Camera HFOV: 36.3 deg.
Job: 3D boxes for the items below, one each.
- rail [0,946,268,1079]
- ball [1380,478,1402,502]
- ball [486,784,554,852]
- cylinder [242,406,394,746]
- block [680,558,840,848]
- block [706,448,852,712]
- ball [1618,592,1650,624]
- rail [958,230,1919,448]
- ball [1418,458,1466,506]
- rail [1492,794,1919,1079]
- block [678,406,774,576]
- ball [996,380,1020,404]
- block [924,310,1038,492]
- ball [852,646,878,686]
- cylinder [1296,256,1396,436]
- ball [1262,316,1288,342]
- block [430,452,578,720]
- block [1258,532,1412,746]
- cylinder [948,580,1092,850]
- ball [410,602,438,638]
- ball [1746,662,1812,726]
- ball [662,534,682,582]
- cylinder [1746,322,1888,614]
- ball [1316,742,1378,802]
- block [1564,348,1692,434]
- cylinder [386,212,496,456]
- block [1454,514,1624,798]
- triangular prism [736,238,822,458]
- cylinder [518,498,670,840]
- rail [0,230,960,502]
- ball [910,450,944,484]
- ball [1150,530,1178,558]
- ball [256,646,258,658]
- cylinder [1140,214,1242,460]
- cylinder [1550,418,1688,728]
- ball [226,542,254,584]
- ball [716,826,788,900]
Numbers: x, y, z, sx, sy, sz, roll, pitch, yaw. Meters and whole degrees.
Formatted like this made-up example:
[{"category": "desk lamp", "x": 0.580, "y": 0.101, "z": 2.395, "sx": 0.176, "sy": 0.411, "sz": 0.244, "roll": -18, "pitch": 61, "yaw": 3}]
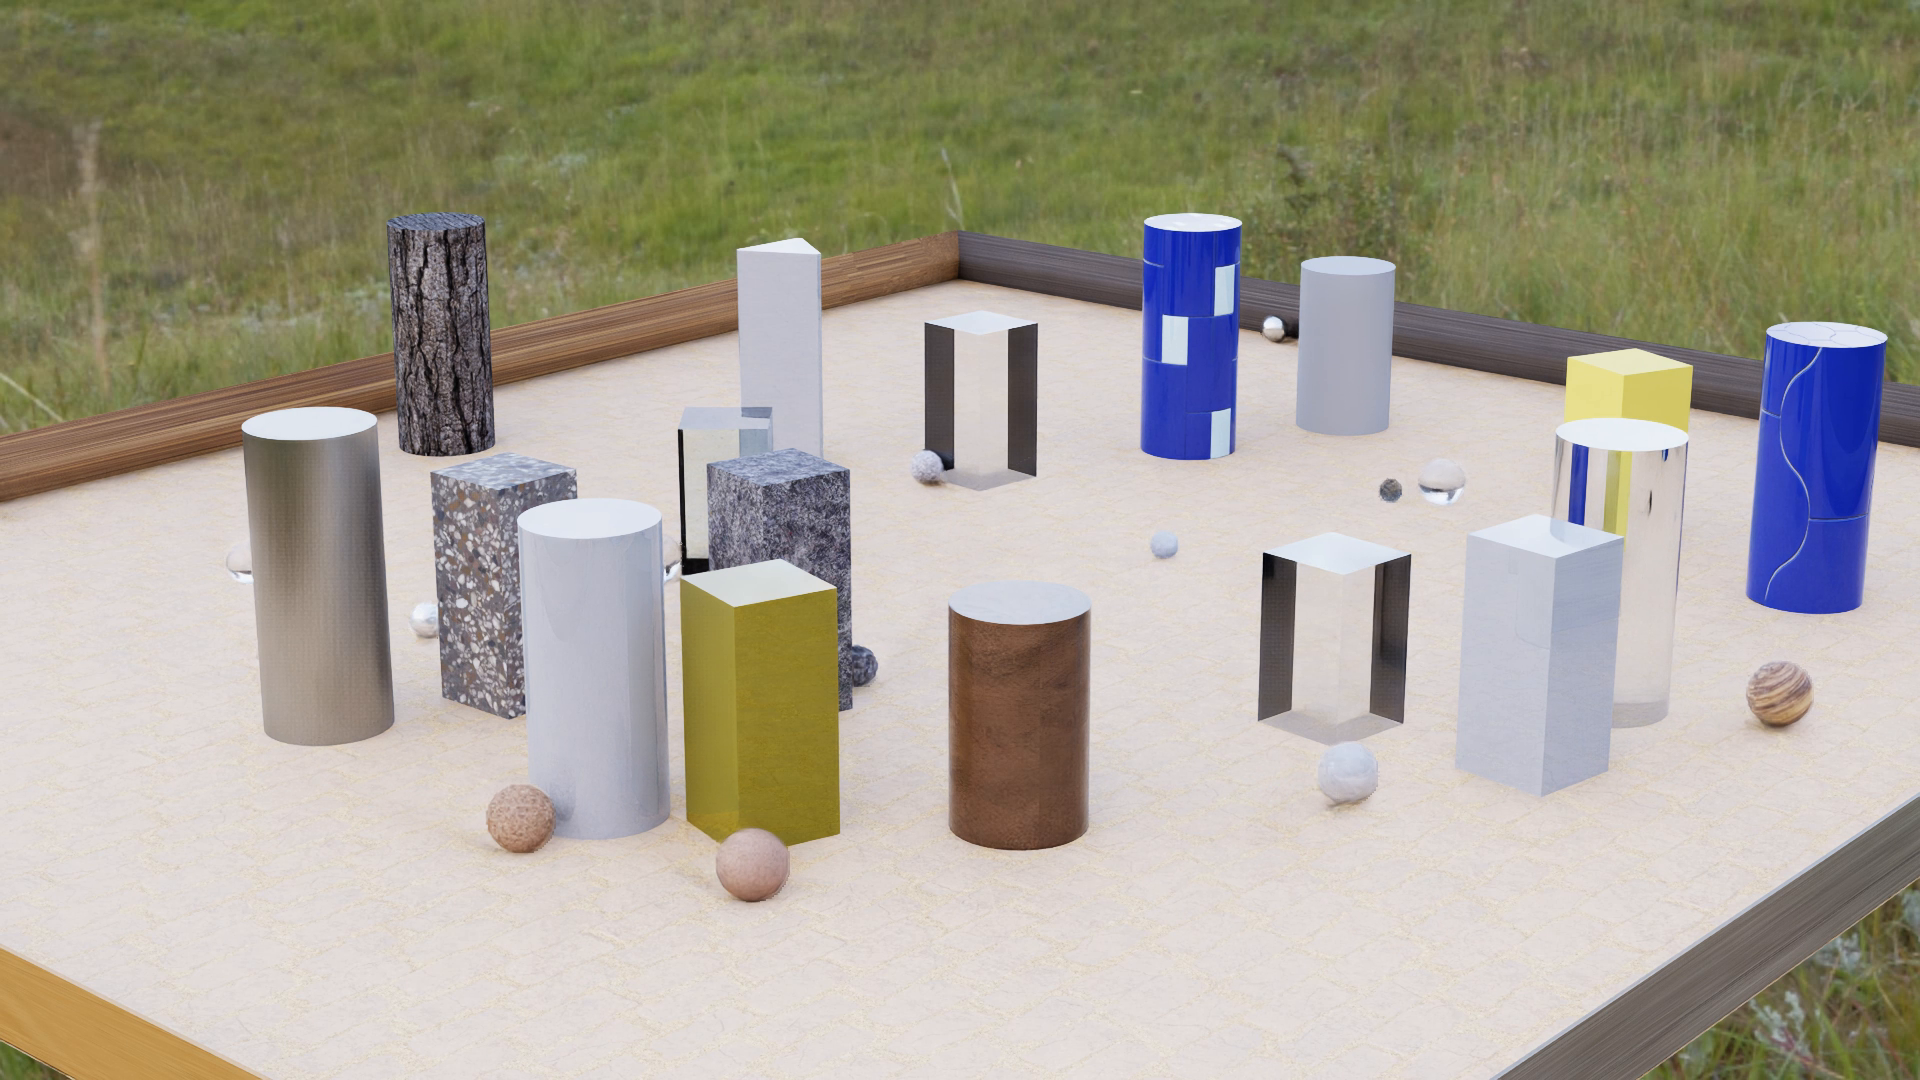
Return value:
[{"category": "rail", "x": -1.331, "y": 0.475, "z": 3.652, "sx": 3.585, "sy": 0.129, "sz": 0.045, "roll": 14, "pitch": 22, "yaw": 39}, {"category": "ball", "x": 0.837, "y": -0.097, "z": 5.697, "sx": 0.045, "sy": 0.045, "sz": 0.045, "roll": 0, "pitch": 17, "yaw": 0}, {"category": "ball", "x": -0.604, "y": 0.381, "z": 4.026, "sx": 0.093, "sy": 0.093, "sz": 0.093, "roll": 0, "pitch": 17, "yaw": 0}, {"category": "cylinder", "x": -0.971, "y": 0.054, "z": 4.447, "sx": 0.198, "sy": 0.477, "sz": 0.198, "roll": 0, "pitch": 17, "yaw": 0}, {"category": "block", "x": -0.277, "y": 0.231, "z": 4.063, "sx": 0.159, "sy": 0.361, "sz": 0.159, "roll": -10, "pitch": 20, "yaw": -31}, {"category": "block", "x": -0.278, "y": 0.073, "z": 4.539, "sx": 0.159, "sy": 0.387, "sz": 0.159, "roll": -12, "pitch": 21, "yaw": -35}, {"category": "ball", "x": 1.142, "y": 0.116, "z": 4.976, "sx": 0.053, "sy": 0.053, "sz": 0.053, "roll": 0, "pitch": 17, "yaw": 0}, {"category": "rail", "x": 1.331, "y": -0.410, "z": 6.588, "sx": 3.585, "sy": 0.129, "sz": 0.045, "roll": 14, "pitch": 22, "yaw": 39}, {"category": "ball", "x": 0.932, "y": -0.112, "z": 5.668, "sx": 0.091, "sy": 0.091, "sz": 0.091, "roll": 0, "pitch": 17, "yaw": 0}, {"category": "rail", "x": 1.336, "y": 0.367, "z": 4.010, "sx": 0.045, "sy": 0.129, "sz": 4.109, "roll": 14, "pitch": 22, "yaw": 39}, {"category": "block", "x": -0.419, "y": -0.089, "z": 5.280, "sx": 0.159, "sy": 0.270, "sz": 0.159, "roll": 0, "pitch": 17, "yaw": 0}, {"category": "ball", "x": 0.105, "y": -0.324, "z": 6.437, "sx": 0.053, "sy": 0.053, "sz": 0.053, "roll": 0, "pitch": 17, "yaw": 0}, {"category": "block", "x": 0.042, "y": -0.278, "z": 5.832, "sx": 0.159, "sy": 0.315, "sz": 0.159, "roll": -15, "pitch": 22, "yaw": -41}, {"category": "ball", "x": -0.164, "y": 0.201, "z": 4.674, "sx": 0.066, "sy": 0.066, "sz": 0.066, "roll": 0, "pitch": 17, "yaw": 0}, {"category": "cylinder", "x": 0.818, "y": -0.413, "z": 6.228, "sx": 0.198, "sy": 0.345, "sz": 0.198, "roll": 0, "pitch": 17, "yaw": 0}, {"category": "ball", "x": 0.755, "y": -0.507, "z": 7.028, "sx": 0.061, "sy": 0.061, "sz": 0.061, "roll": 0, "pitch": 17, "yaw": 0}, {"category": "block", "x": -0.706, "y": 0.069, "z": 4.585, "sx": 0.159, "sy": 0.369, "sz": 0.159, "roll": 14, "pitch": 22, "yaw": 39}, {"category": "block", "x": 0.571, "y": 0.151, "z": 4.479, "sx": 0.159, "sy": 0.274, "sz": 0.159, "roll": -15, "pitch": 22, "yaw": -40}, {"category": "cylinder", "x": 0.082, "y": 0.242, "z": 4.082, "sx": 0.198, "sy": 0.328, "sz": 0.198, "roll": 0, "pitch": 17, "yaw": 0}, {"category": "ball", "x": -0.890, "y": 0.135, "z": 4.904, "sx": 0.059, "sy": 0.059, "sz": 0.059, "roll": 0, "pitch": 17, "yaw": 0}, {"category": "ball", "x": 1.257, "y": 0.236, "z": 4.498, "sx": 0.099, "sy": 0.099, "sz": 0.099, "roll": 0, "pitch": 17, "yaw": 0}, {"category": "ball", "x": -0.539, "y": 0.032, "z": 5.191, "sx": 0.091, "sy": 0.091, "sz": 0.091, "roll": 0, "pitch": 17, "yaw": 0}, {"category": "cylinder", "x": 1.475, "y": -0.126, "z": 5.058, "sx": 0.198, "sy": 0.469, "sz": 0.198, "roll": 0, "pitch": 17, "yaw": 0}, {"category": "ball", "x": 0.554, "y": 0.333, "z": 4.198, "sx": 0.086, "sy": 0.086, "sz": 0.086, "roll": 0, "pitch": 17, "yaw": 0}, {"category": "block", "x": 1.224, "y": -0.163, "z": 5.405, "sx": 0.159, "sy": 0.340, "sz": 0.159, "roll": -8, "pitch": 19, "yaw": -26}, {"category": "cylinder", "x": -1.069, "y": -0.425, "z": 6.048, "sx": 0.198, "sy": 0.471, "sz": 0.198, "roll": 0, "pitch": 17, "yaw": 0}, {"category": "block", "x": 0.844, "y": 0.166, "z": 4.278, "sx": 0.159, "sy": 0.361, "sz": 0.159, "roll": -14, "pitch": 22, "yaw": -39}, {"category": "triangular prism", "x": -0.344, "y": -0.382, "z": 5.954, "sx": 0.172, "sy": 0.442, "sz": 0.149, "roll": 4, "pitch": 17, "yaw": 13}, {"category": "cylinder", "x": -0.510, "y": 0.179, "z": 4.103, "sx": 0.198, "sy": 0.437, "sz": 0.198, "roll": 0, "pitch": 17, "yaw": 0}, {"category": "rail", "x": -1.336, "y": -0.302, "z": 6.230, "sx": 0.045, "sy": 0.129, "sz": 4.109, "roll": 14, "pitch": 22, "yaw": 39}, {"category": "ball", "x": -0.066, "y": -0.144, "z": 5.820, "sx": 0.065, "sy": 0.065, "sz": 0.065, "roll": 0, "pitch": 17, "yaw": 0}, {"category": "ball", "x": 0.372, "y": 0.008, "z": 5.336, "sx": 0.052, "sy": 0.052, "sz": 0.052, "roll": 0, "pitch": 17, "yaw": 0}, {"category": "ball", "x": -1.126, "y": 0.183, "z": 4.773, "sx": 0.041, "sy": 0.041, "sz": 0.041, "roll": 0, "pitch": 17, "yaw": 0}, {"category": "cylinder", "x": 0.473, "y": -0.418, "z": 6.021, "sx": 0.198, "sy": 0.474, "sz": 0.198, "roll": 0, "pitch": 17, "yaw": 0}, {"category": "cylinder", "x": 1.008, "y": 0.050, "z": 4.525, "sx": 0.198, "sy": 0.440, "sz": 0.198, "roll": 0, "pitch": 17, "yaw": 0}, {"category": "ball", "x": -1.262, "y": 0.041, "z": 5.192, "sx": 0.073, "sy": 0.073, "sz": 0.073, "roll": 0, "pitch": 17, "yaw": 0}, {"category": "ball", "x": -0.275, "y": 0.427, "z": 3.870, "sx": 0.096, "sy": 0.096, "sz": 0.096, "roll": 0, "pitch": 17, "yaw": 0}]
